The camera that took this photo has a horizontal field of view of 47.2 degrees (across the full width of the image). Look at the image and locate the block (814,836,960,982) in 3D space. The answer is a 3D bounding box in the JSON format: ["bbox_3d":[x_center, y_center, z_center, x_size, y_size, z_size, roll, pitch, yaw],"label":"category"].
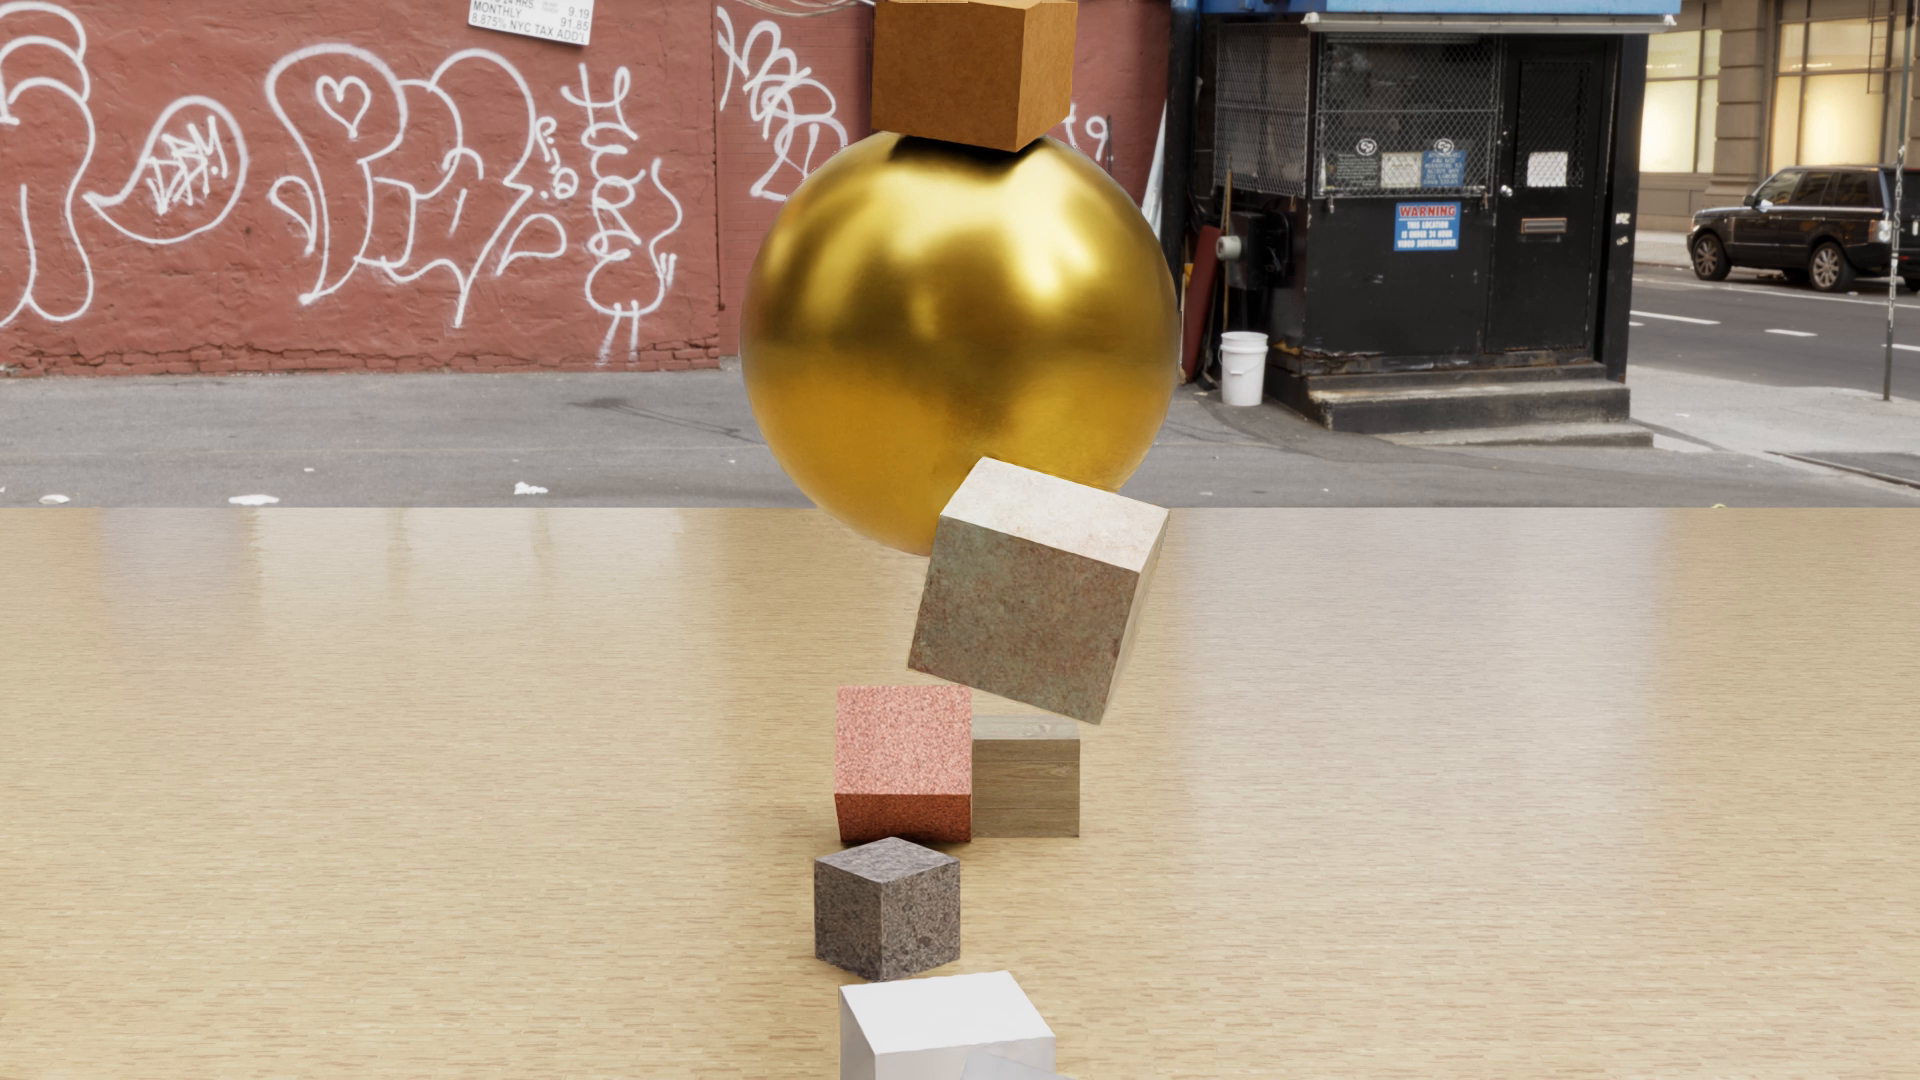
[{"bbox_3d":[-0.313,1.598,9.520,0.457,0.450,0.440,-10,14,-43],"label":"block"}]

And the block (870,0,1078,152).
[{"bbox_3d":[0.055,-1.667,7.551,0.529,0.474,0.549,12,27,18],"label":"block"}]

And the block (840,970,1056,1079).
[{"bbox_3d":[-0.054,1.891,7.627,0.616,0.550,0.606,-3,11,-14],"label":"block"}]

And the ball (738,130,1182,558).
[{"bbox_3d":[0.000,-0.728,7.987,1.600,1.600,1.600,0,10,0],"label":"ball"}]

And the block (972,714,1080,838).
[{"bbox_3d":[0.335,1.219,11.404,0.547,0.521,0.489,0,10,0],"label":"block"}]

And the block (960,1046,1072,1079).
[{"bbox_3d":[0.297,1.871,6.347,0.640,0.561,0.682,14,-17,14],"label":"block"}]

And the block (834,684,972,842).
[{"bbox_3d":[-0.274,1.123,10.996,0.658,0.572,0.658,0,-28,0],"label":"block"}]

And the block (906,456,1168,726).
[{"bbox_3d":[0.236,0.141,6.511,0.590,0.502,0.506,16,24,9],"label":"block"}]
